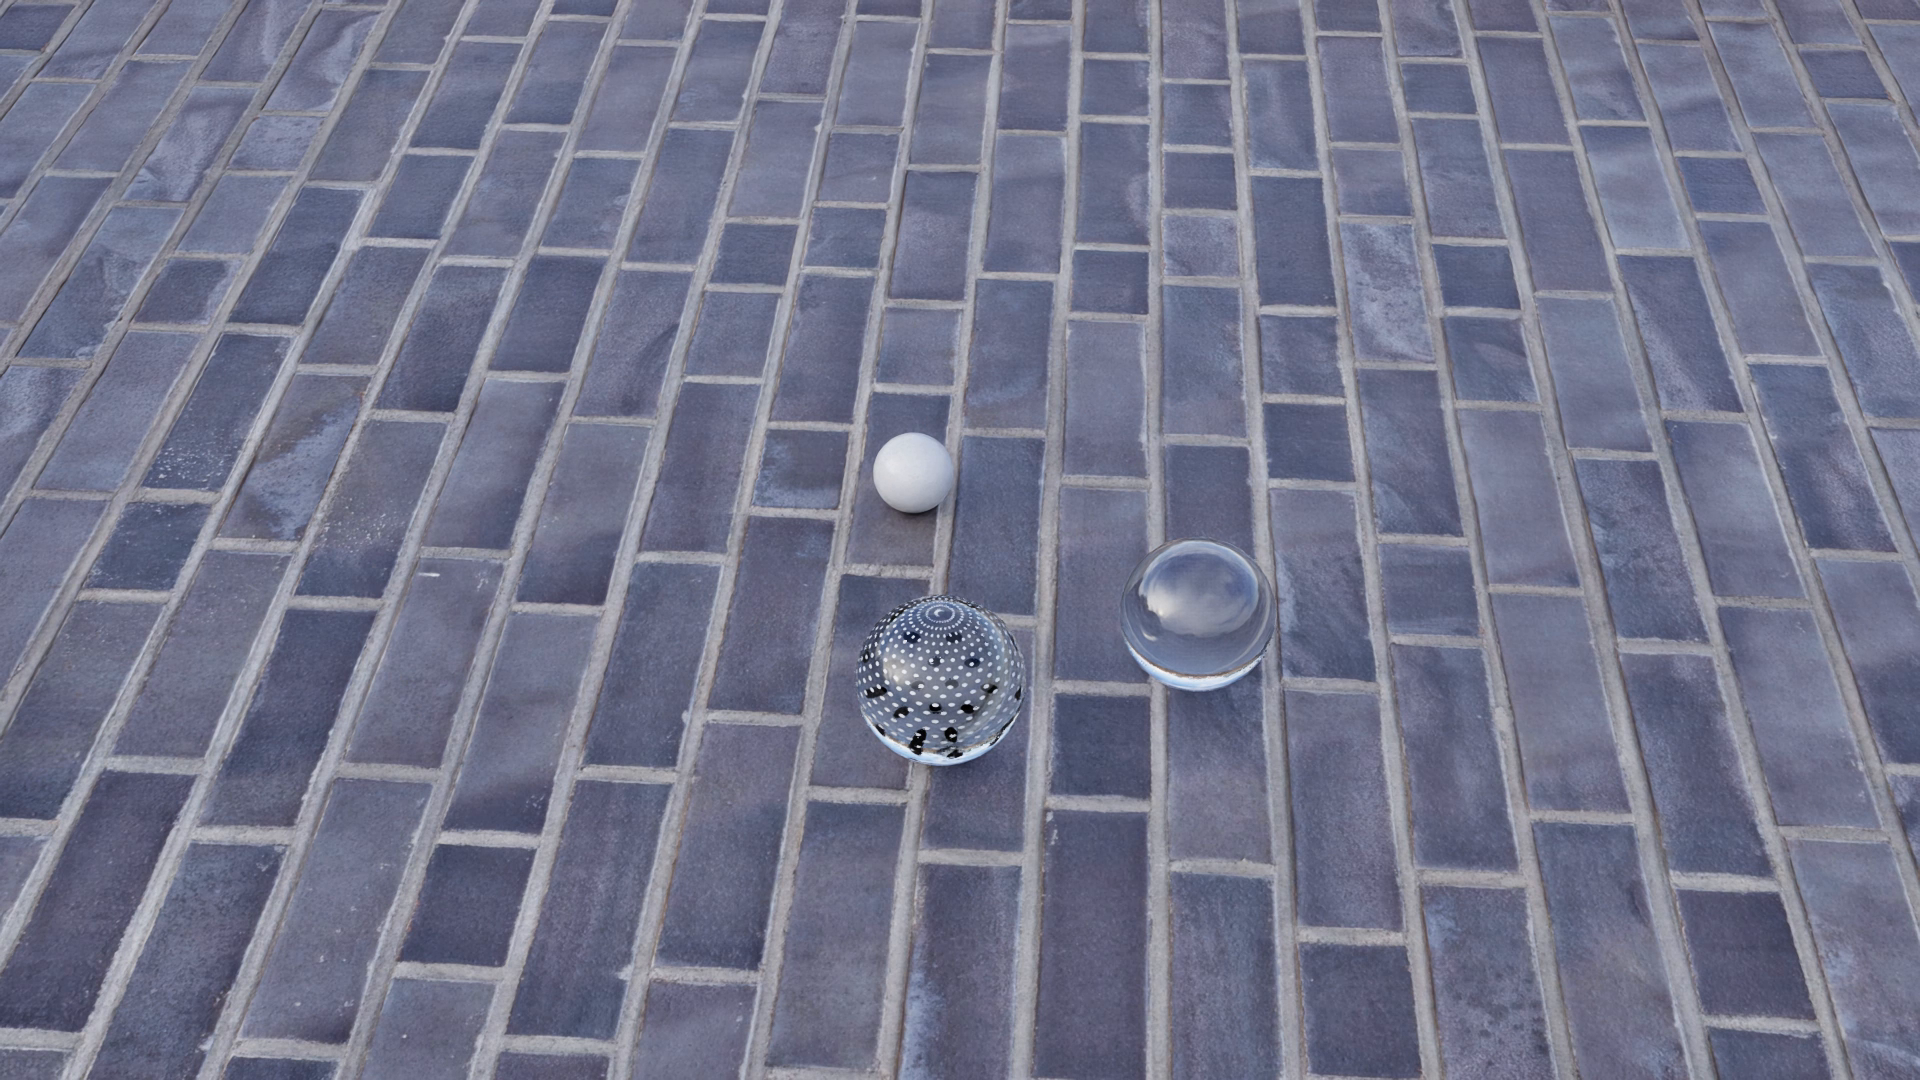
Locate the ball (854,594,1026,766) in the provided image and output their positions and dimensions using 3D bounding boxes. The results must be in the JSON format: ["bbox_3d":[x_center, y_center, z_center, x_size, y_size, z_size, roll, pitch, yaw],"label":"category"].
[{"bbox_3d":[-0.011,0.078,1.426,0.095,0.095,0.095,0,37,0],"label":"ball"}]

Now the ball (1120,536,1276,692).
[{"bbox_3d":[0.137,0.043,1.478,0.090,0.090,0.090,0,37,0],"label":"ball"}]

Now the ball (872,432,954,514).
[{"bbox_3d":[-0.029,-0.043,1.625,0.051,0.051,0.051,0,37,0],"label":"ball"}]
